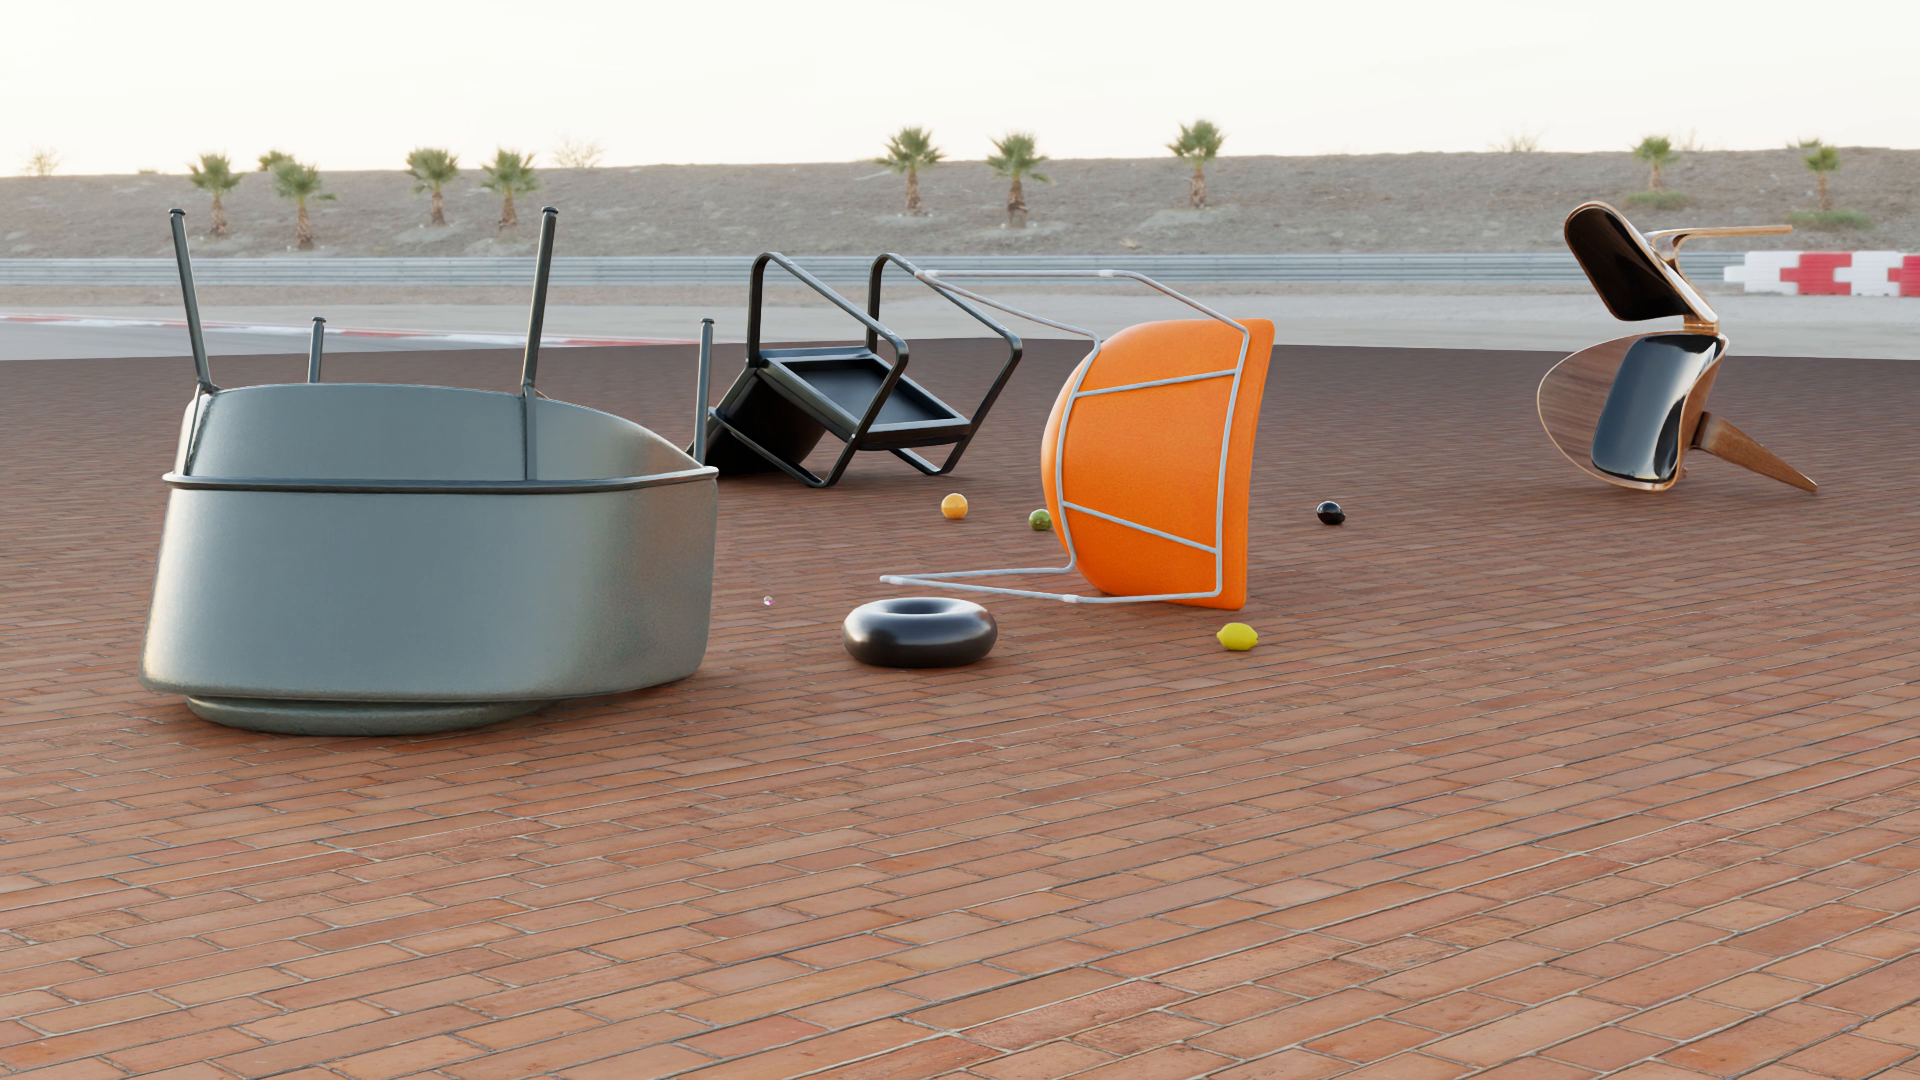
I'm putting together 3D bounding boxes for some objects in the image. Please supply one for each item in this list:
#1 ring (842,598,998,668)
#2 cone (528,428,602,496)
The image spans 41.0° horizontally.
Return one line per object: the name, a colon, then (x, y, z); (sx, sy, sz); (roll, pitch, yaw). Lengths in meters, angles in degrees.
ring: (-0.070, 0.159, 4.426); (0.268, 0.091, 0.306); (-2, 7, -9)
cone: (-1.243, -0.191, 7.790); (0.254, 0.208, 0.229); (-12, 27, 23)
